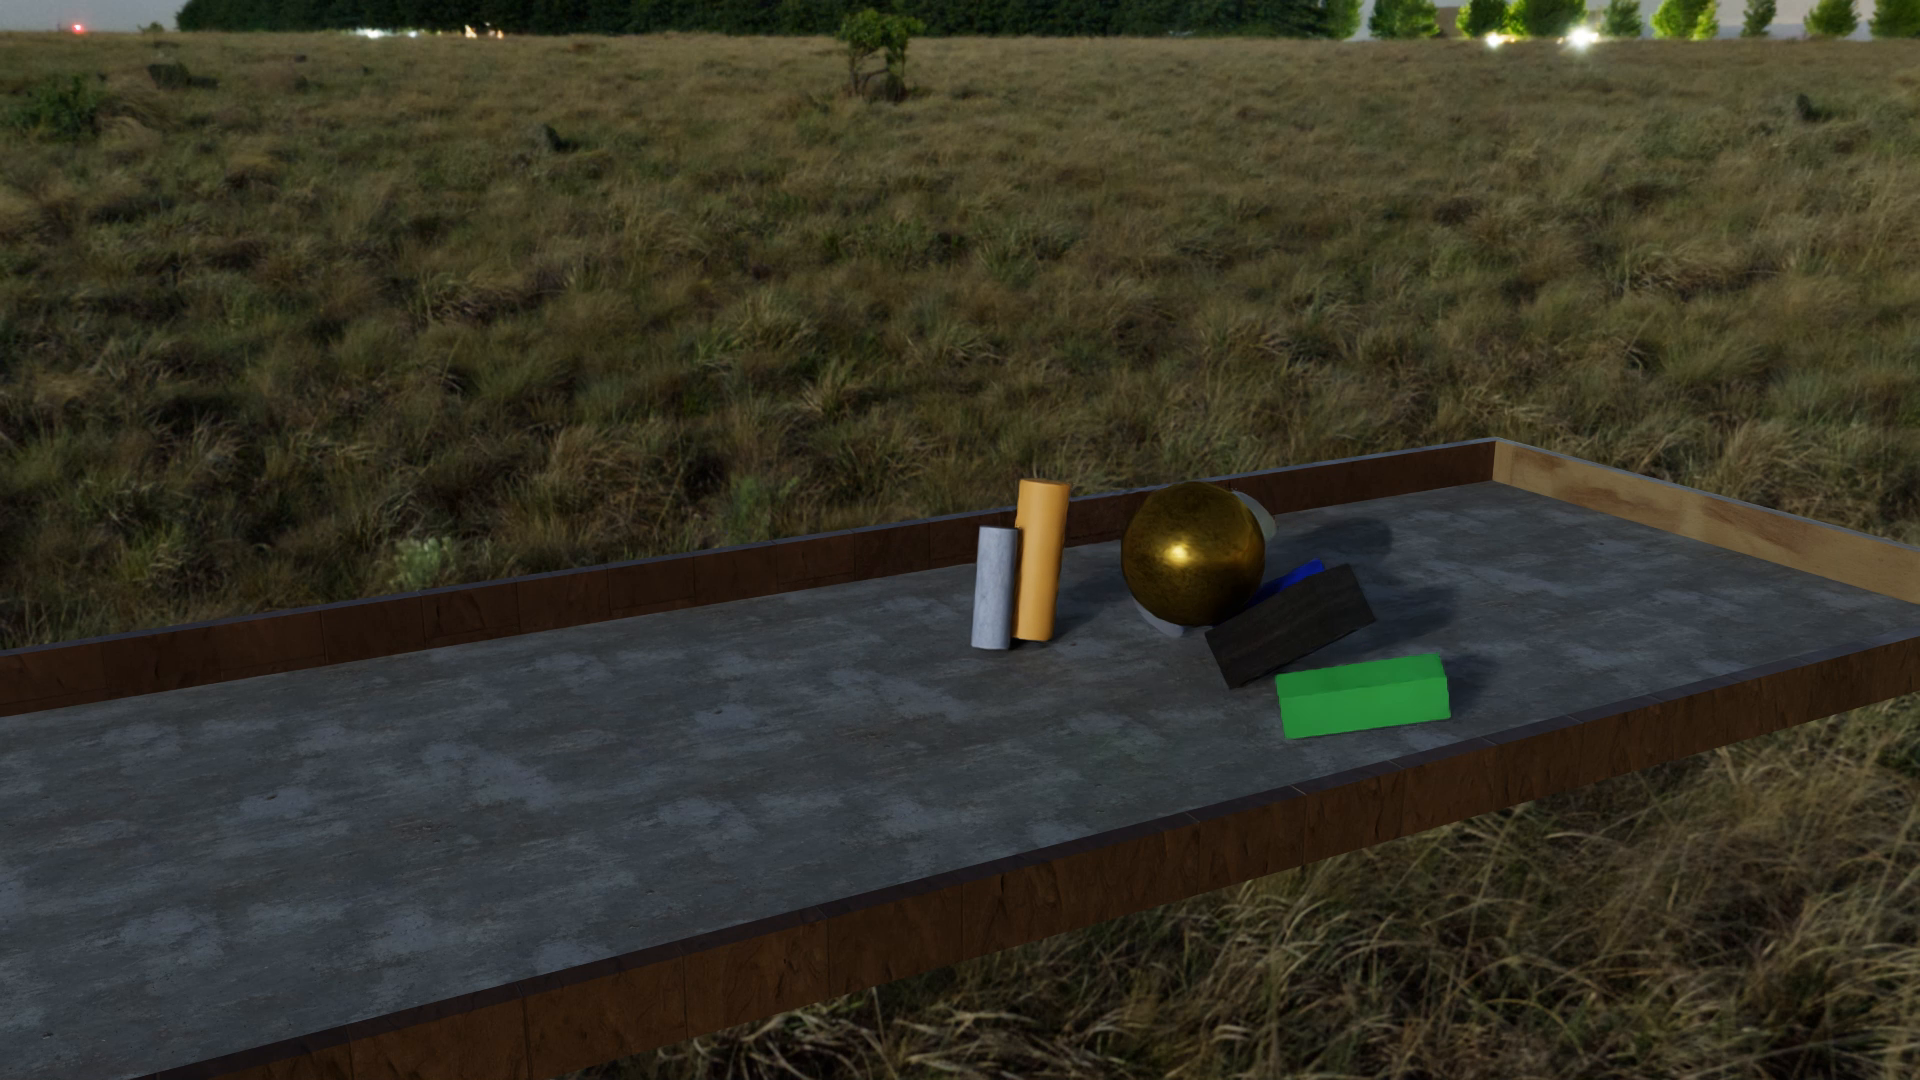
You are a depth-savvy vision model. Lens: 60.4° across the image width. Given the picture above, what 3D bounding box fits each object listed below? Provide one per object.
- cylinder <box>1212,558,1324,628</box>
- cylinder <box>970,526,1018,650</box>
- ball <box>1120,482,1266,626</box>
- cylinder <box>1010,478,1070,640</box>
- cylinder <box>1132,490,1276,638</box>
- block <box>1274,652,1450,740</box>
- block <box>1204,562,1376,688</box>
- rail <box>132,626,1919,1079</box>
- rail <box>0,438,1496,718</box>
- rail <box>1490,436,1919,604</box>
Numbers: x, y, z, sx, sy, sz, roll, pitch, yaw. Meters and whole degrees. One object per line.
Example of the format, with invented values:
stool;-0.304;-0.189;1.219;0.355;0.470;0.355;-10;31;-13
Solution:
cylinder;0.819;0.167;4.337;0.326;0.106;0.106;-28;14;9
cylinder;0.091;0.124;4.344;0.103;0.316;0.103;4;3;0
ball;0.592;0.036;4.197;0.369;0.369;0.369;0;16;0
cylinder;0.205;0.051;4.408;0.135;0.416;0.135;6;6;-1
cylinder;0.665;0.064;4.484;0.403;0.175;0.175;-45;35;-18
block;0.922;0.358;3.789;0.372;0.109;0.109;-9;25;10
block;0.792;0.211;3.984;0.151;0.151;0.378;-15;-14;-39
rail;-2.336;1.006;1.665;12.000;0.150;0.050;-9;18;-27
rail;-3.305;0.497;3.399;12.000;0.150;0.050;-9;18;-27
rail;2.466;-0.048;5.253;0.050;0.150;2.100;-9;18;-27
